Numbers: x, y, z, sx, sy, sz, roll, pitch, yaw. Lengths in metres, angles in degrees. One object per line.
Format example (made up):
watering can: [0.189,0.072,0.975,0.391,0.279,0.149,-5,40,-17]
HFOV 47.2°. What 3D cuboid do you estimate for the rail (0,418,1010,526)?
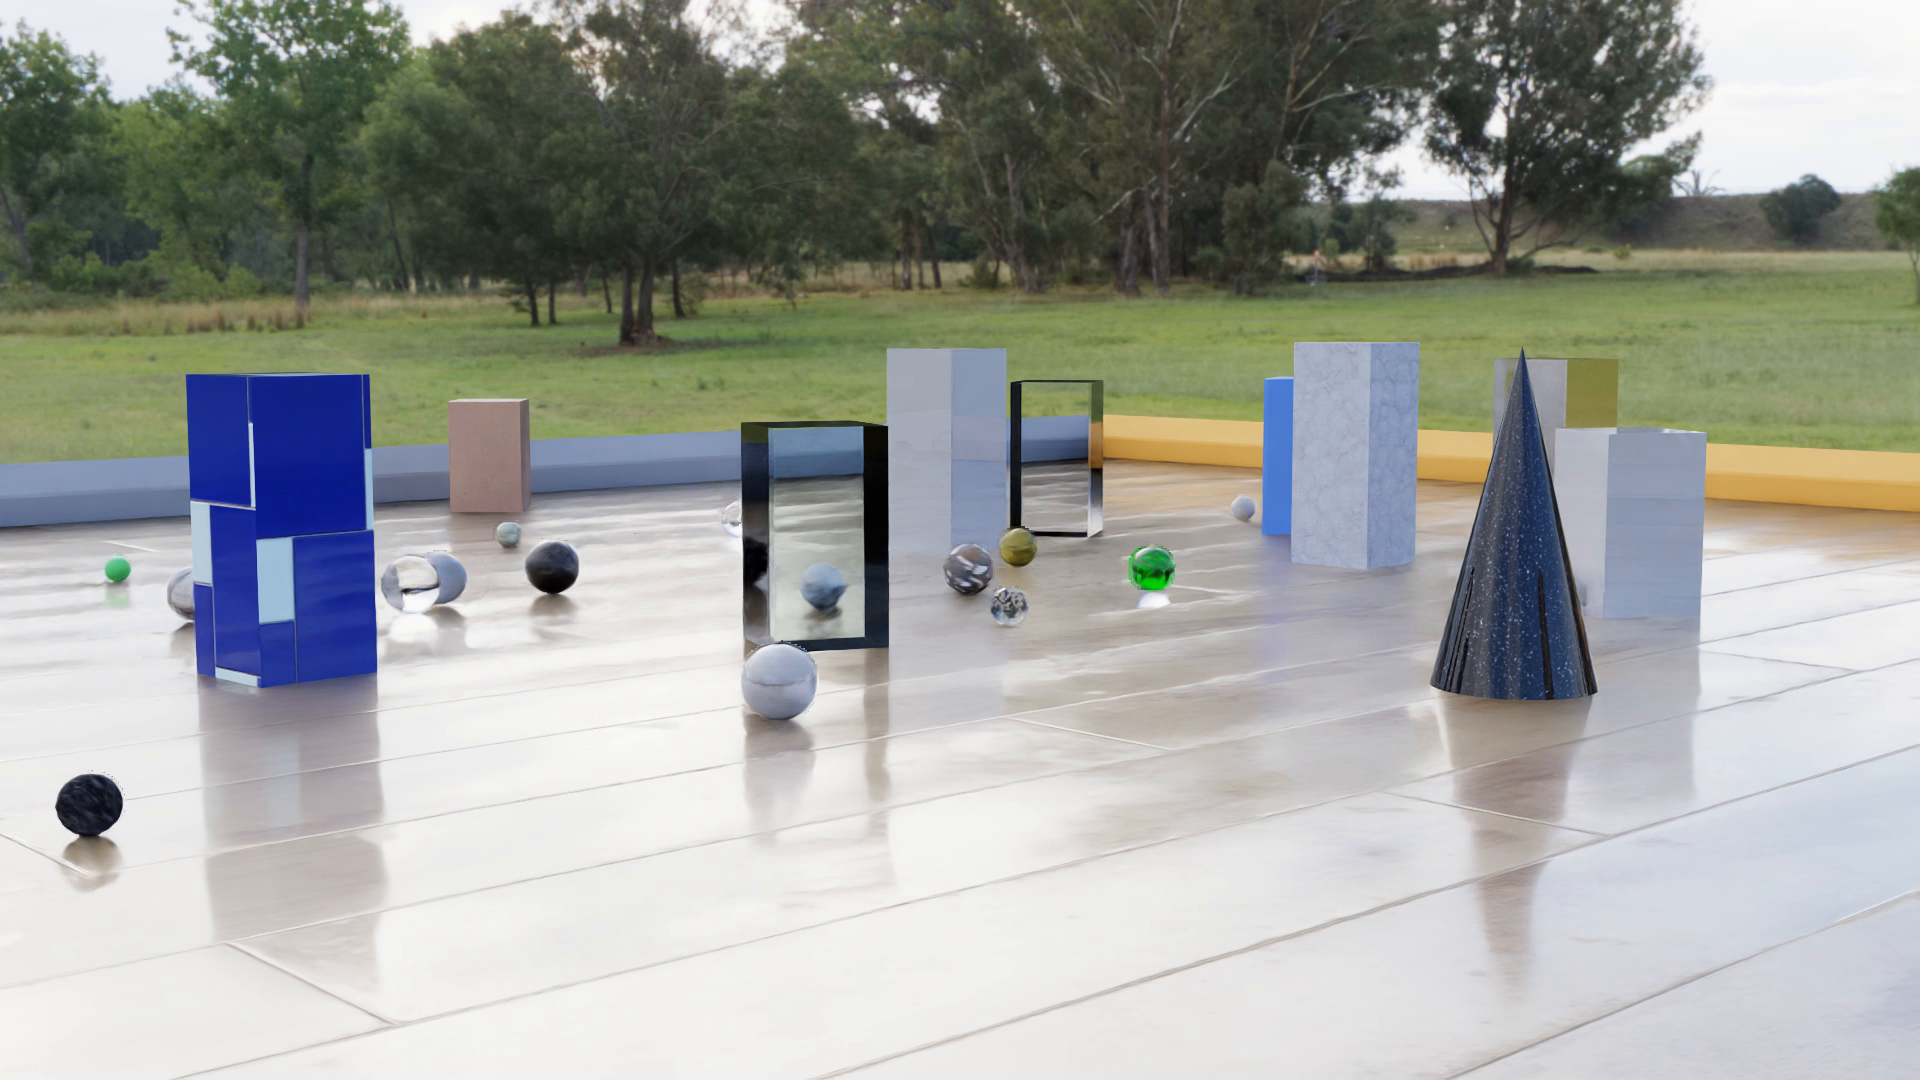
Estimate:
rail: [-1.487,-0.135,4.935,5.197,0.127,0.045,-5,8,-42]

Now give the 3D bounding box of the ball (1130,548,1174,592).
ball: [0.305,0.046,3.489,0.070,0.070,0.070,0,6,0]

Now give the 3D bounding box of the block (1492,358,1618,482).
block: [1.088,-0.154,4.029,0.157,0.356,0.157,-5,8,-39]

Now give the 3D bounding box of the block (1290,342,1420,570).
block: [0.696,-0.153,3.873,0.157,0.388,0.157,6,8,43]

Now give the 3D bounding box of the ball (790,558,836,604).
ball: [-0.224,0.063,3.335,0.069,0.069,0.069,0,6,0]

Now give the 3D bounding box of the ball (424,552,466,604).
ball: [-0.784,0.058,3.315,0.078,0.078,0.078,0,6,0]

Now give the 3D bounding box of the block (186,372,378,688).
block: [-0.829,-0.019,2.690,0.157,0.366,0.157,6,8,43]

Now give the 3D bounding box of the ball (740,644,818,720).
ball: [-0.197,0.154,2.390,0.084,0.084,0.084,0,6,0]

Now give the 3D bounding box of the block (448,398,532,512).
block: [-1.051,-0.191,4.922,0.157,0.244,0.157,0,6,-4]

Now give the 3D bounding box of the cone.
cone: [0.658,-0.028,2.593,0.196,0.403,0.196,0,6,0]

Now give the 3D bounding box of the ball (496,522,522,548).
ball: [-0.848,-0.011,4.136,0.049,0.049,0.049,0,6,0]

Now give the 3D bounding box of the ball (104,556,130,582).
ball: [-1.384,0.048,3.612,0.042,0.042,0.042,0,6,0]

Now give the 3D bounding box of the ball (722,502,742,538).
ball: [-0.430,-0.039,4.300,0.071,0.071,0.071,0,6,0]

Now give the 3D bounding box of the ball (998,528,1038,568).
ball: [0.100,0.014,3.815,0.067,0.067,0.067,0,6,0]

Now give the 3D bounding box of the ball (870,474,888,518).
ball: [-0.145,-0.093,4.691,0.098,0.098,0.098,0,6,0]

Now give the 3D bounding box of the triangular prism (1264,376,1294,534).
triangular prism: [0.671,-0.174,4.446,0.169,0.308,0.147,-1,6,-12]

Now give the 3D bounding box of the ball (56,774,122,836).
ball: [-0.739,0.225,1.867,0.053,0.053,0.053,0,6,0]

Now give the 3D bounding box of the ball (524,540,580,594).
ball: [-0.641,0.042,3.456,0.086,0.086,0.086,0,6,0]

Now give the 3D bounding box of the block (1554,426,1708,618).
block: [0.989,-0.029,3.260,0.157,0.267,0.157,-1,6,-13]

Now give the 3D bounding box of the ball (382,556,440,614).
ball: [-0.807,0.066,3.232,0.084,0.084,0.084,0,6,0]

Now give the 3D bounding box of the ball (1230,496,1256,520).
ball: [0.600,-0.067,4.657,0.053,0.053,0.053,0,6,0]

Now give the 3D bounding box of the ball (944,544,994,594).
ball: [0.014,0.046,3.447,0.080,0.080,0.080,0,6,0]

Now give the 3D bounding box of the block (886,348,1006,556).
block: [-0.025,-0.168,4.077,0.157,0.374,0.157,5,8,40]

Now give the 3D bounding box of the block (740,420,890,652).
block: [-0.195,-0.009,2.942,0.157,0.293,0.157,-2,6,-21]

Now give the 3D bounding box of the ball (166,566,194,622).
ball: [-1.095,0.077,3.152,0.080,0.080,0.080,0,6,0]

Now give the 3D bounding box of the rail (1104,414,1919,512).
rail: [1.892,-0.149,5.069,0.045,0.127,4.433,-5,8,-42]

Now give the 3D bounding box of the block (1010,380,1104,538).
block: [0.194,-0.166,4.395,0.157,0.303,0.157,2,6,14]

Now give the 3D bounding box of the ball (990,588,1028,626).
ball: [0.070,0.094,3.107,0.054,0.054,0.054,0,6,0]
